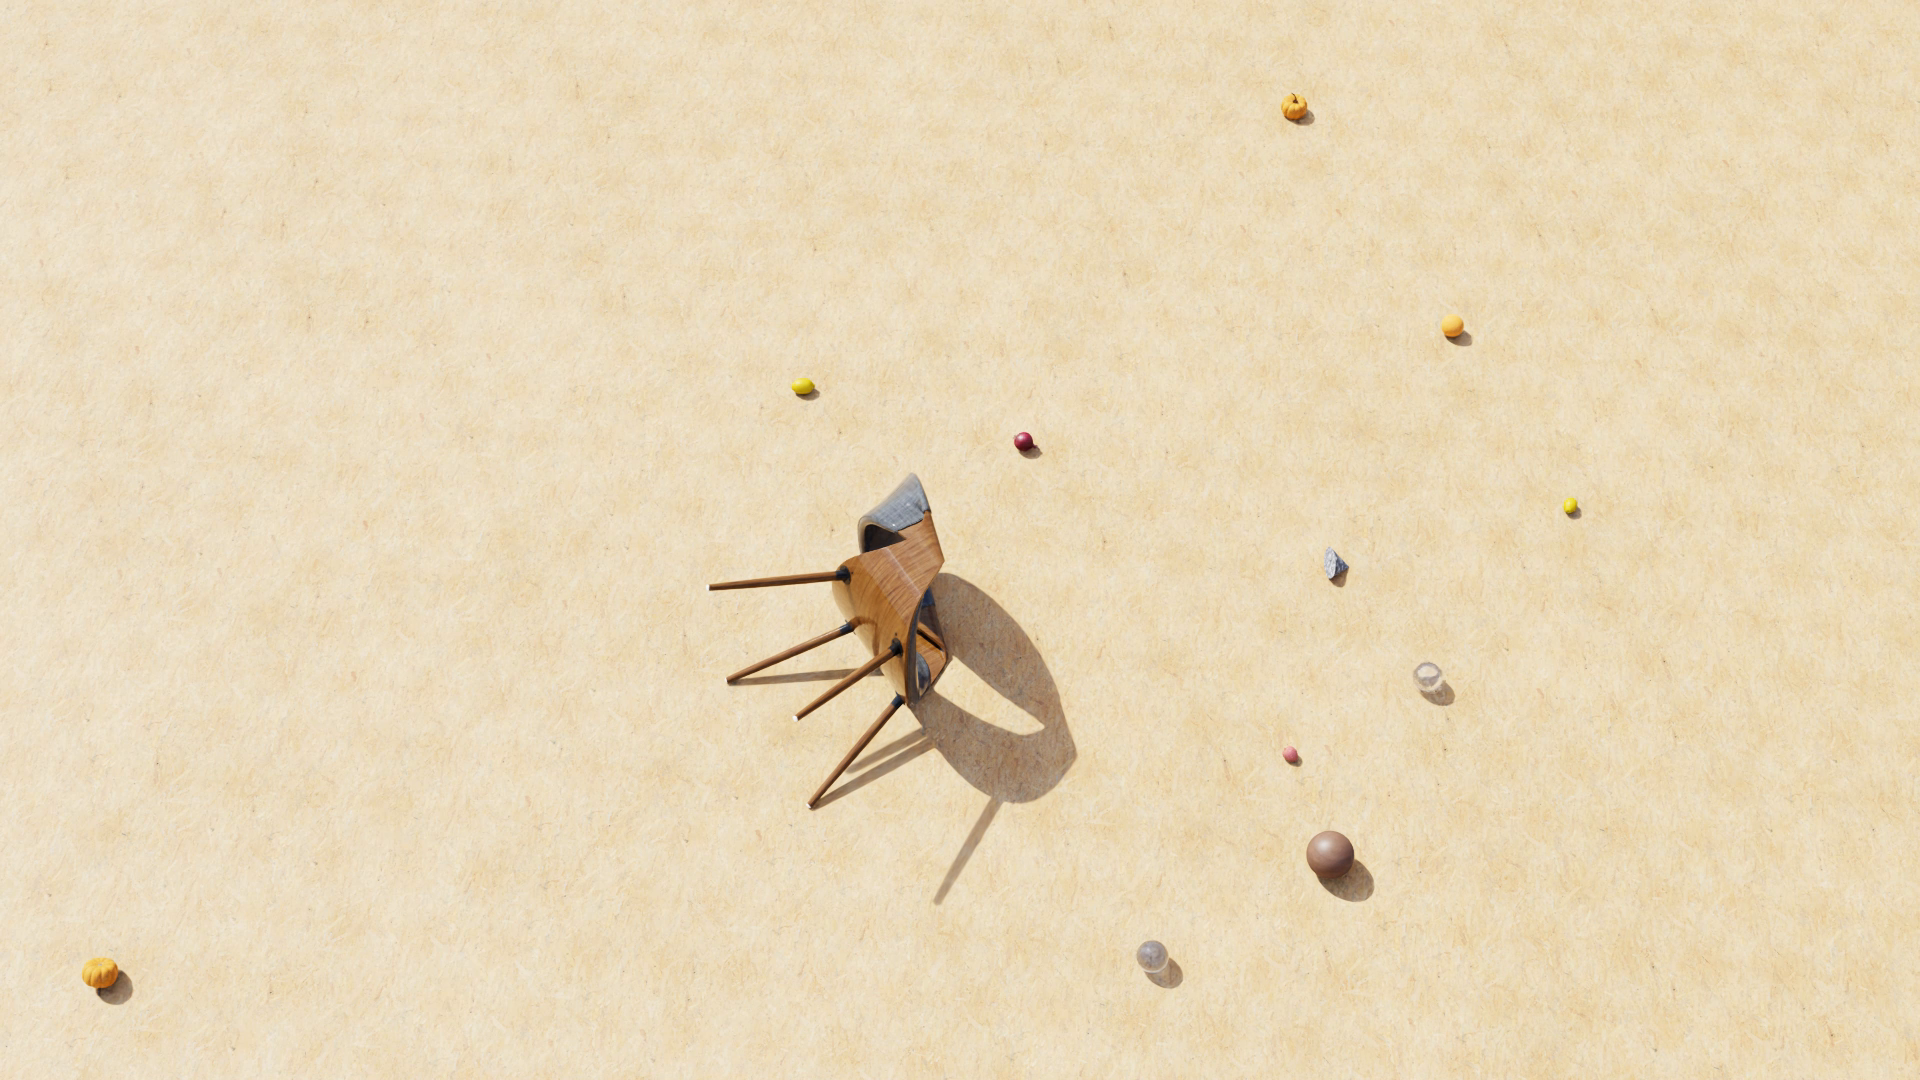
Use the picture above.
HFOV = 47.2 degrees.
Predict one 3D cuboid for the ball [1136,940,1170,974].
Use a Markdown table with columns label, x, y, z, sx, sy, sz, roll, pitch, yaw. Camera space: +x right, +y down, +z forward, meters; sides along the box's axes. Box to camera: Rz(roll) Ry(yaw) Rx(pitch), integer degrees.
| label | x | y | z | sx | sy | sz | roll | pitch | yaw |
| --- | --- | --- | --- | --- | --- | --- | --- | --- | --- |
| ball | 0.507 | 1.095 | 5.787 | 0.087 | 0.087 | 0.087 | 0 | 56 | 0 |

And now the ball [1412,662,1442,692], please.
| label | x | y | z | sx | sy | sz | roll | pitch | yaw |
| --- | --- | --- | --- | --- | --- | --- | --- | --- | --- |
| ball | 1.332 | 0.389 | 6.262 | 0.085 | 0.085 | 0.085 | 0 | 56 | 0 |

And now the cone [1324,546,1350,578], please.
| label | x | y | z | sx | sy | sz | roll | pitch | yaw |
| --- | --- | --- | --- | --- | --- | --- | --- | --- | --- |
| cone | 1.124 | 0.074 | 6.508 | 0.069 | 0.059 | 0.108 | 13 | 51 | -21 |
